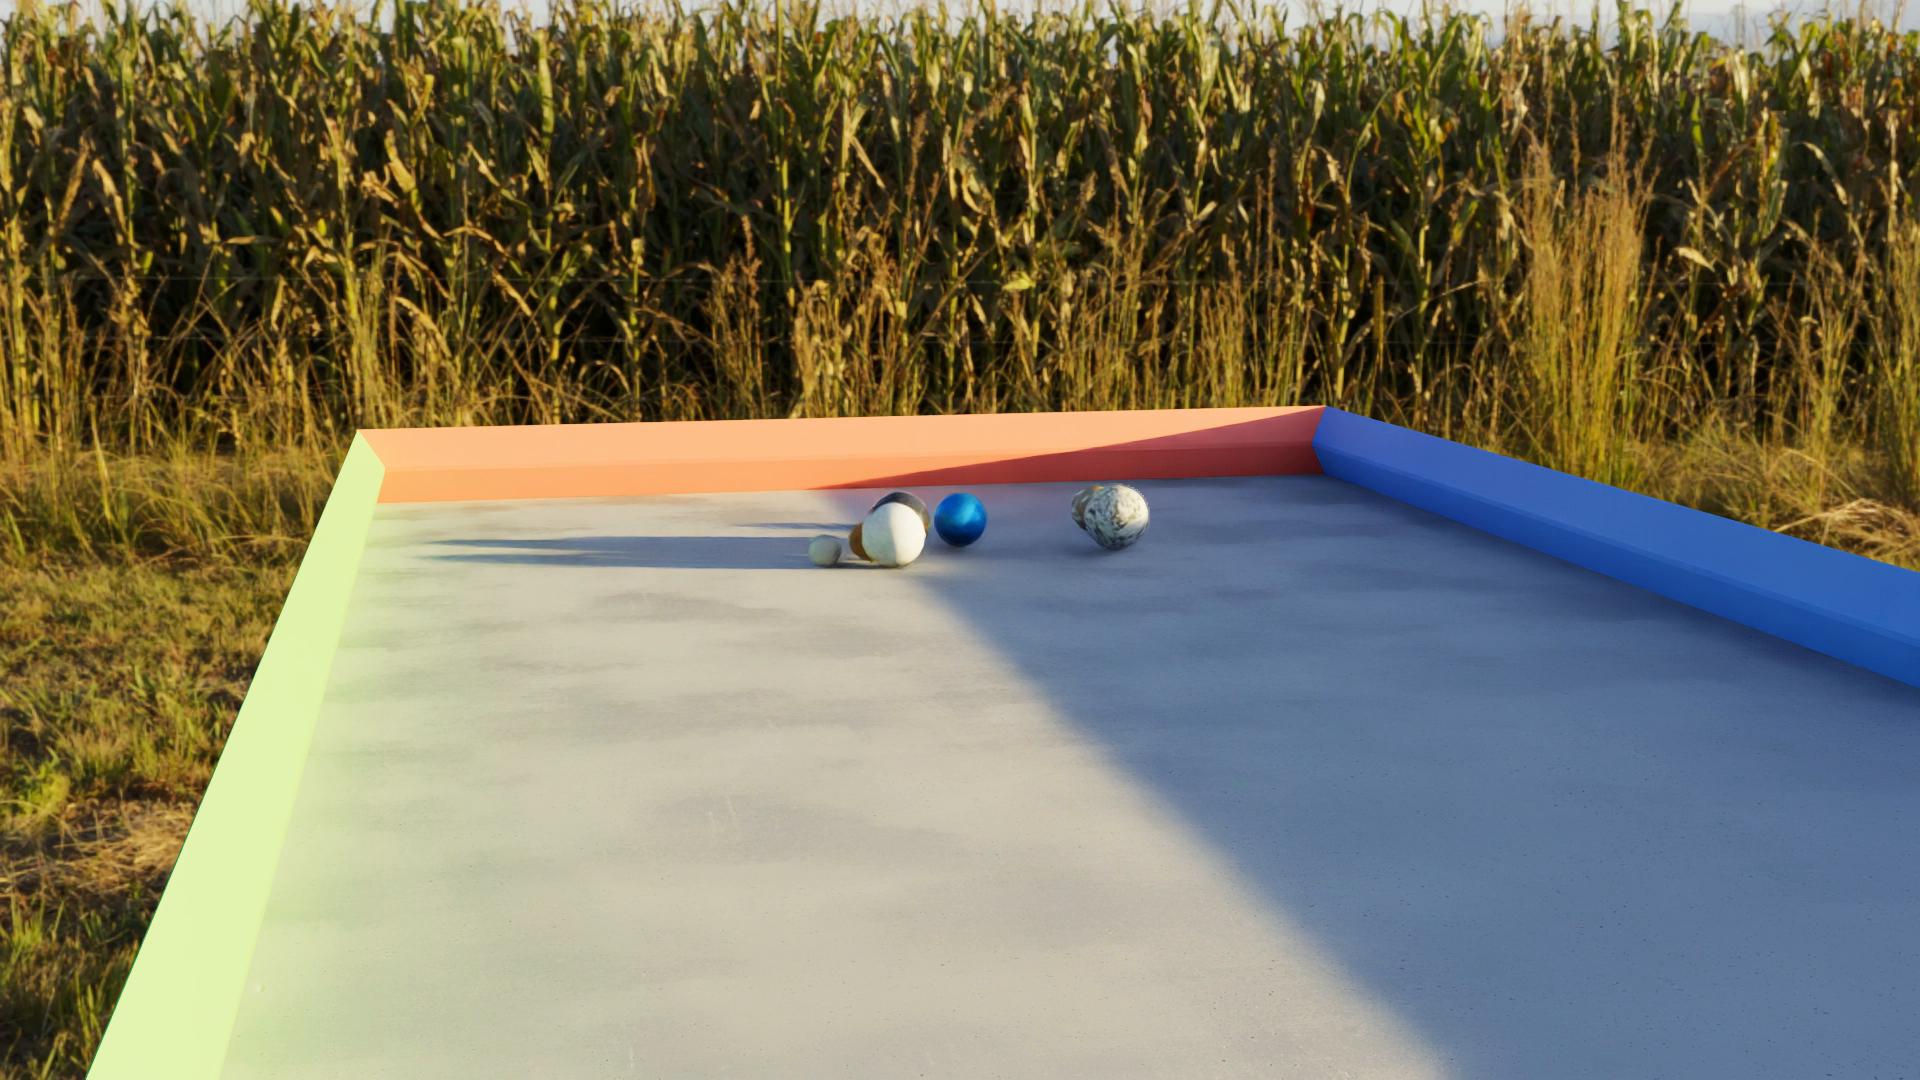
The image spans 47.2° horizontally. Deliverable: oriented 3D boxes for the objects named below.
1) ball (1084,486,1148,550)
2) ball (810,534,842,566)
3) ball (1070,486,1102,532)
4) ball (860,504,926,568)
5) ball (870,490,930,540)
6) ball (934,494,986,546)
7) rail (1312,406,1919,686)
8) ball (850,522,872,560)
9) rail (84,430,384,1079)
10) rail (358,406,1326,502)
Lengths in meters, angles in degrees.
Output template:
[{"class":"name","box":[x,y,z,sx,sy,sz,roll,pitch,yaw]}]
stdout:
[{"class":"ball","box":[0.238,-0.035,3.343,0.097,0.097,0.097,0,10,0]},{"class":"ball","box":[-0.196,0.015,3.202,0.046,0.046,0.046,0,10,0]},{"class":"ball","box":[0.214,-0.050,3.498,0.074,0.074,0.074,0,10,0]},{"class":"ball","box":[-0.097,-0.007,3.193,0.093,0.093,0.093,0,10,0]},{"class":"ball","box":[-0.091,-0.028,3.314,0.093,0.093,0.093,0,10,0]},{"class":"ball","box":[0.000,-0.030,3.369,0.080,0.080,0.080,0,10,0]},{"class":"rail","box":[1.013,0.073,2.618,0.045,0.127,3.195,-2,10,-12]},{"class":"ball","box":[-0.135,0.001,3.257,0.057,0.057,0.057,0,10,0]},{"class":"rail","box":[-0.670,0.135,2.253,0.045,0.127,3.195,-2,10,-12]},{"class":"rail","box":[-0.167,-0.154,3.951,1.770,0.127,0.045,-2,10,-12]}]
